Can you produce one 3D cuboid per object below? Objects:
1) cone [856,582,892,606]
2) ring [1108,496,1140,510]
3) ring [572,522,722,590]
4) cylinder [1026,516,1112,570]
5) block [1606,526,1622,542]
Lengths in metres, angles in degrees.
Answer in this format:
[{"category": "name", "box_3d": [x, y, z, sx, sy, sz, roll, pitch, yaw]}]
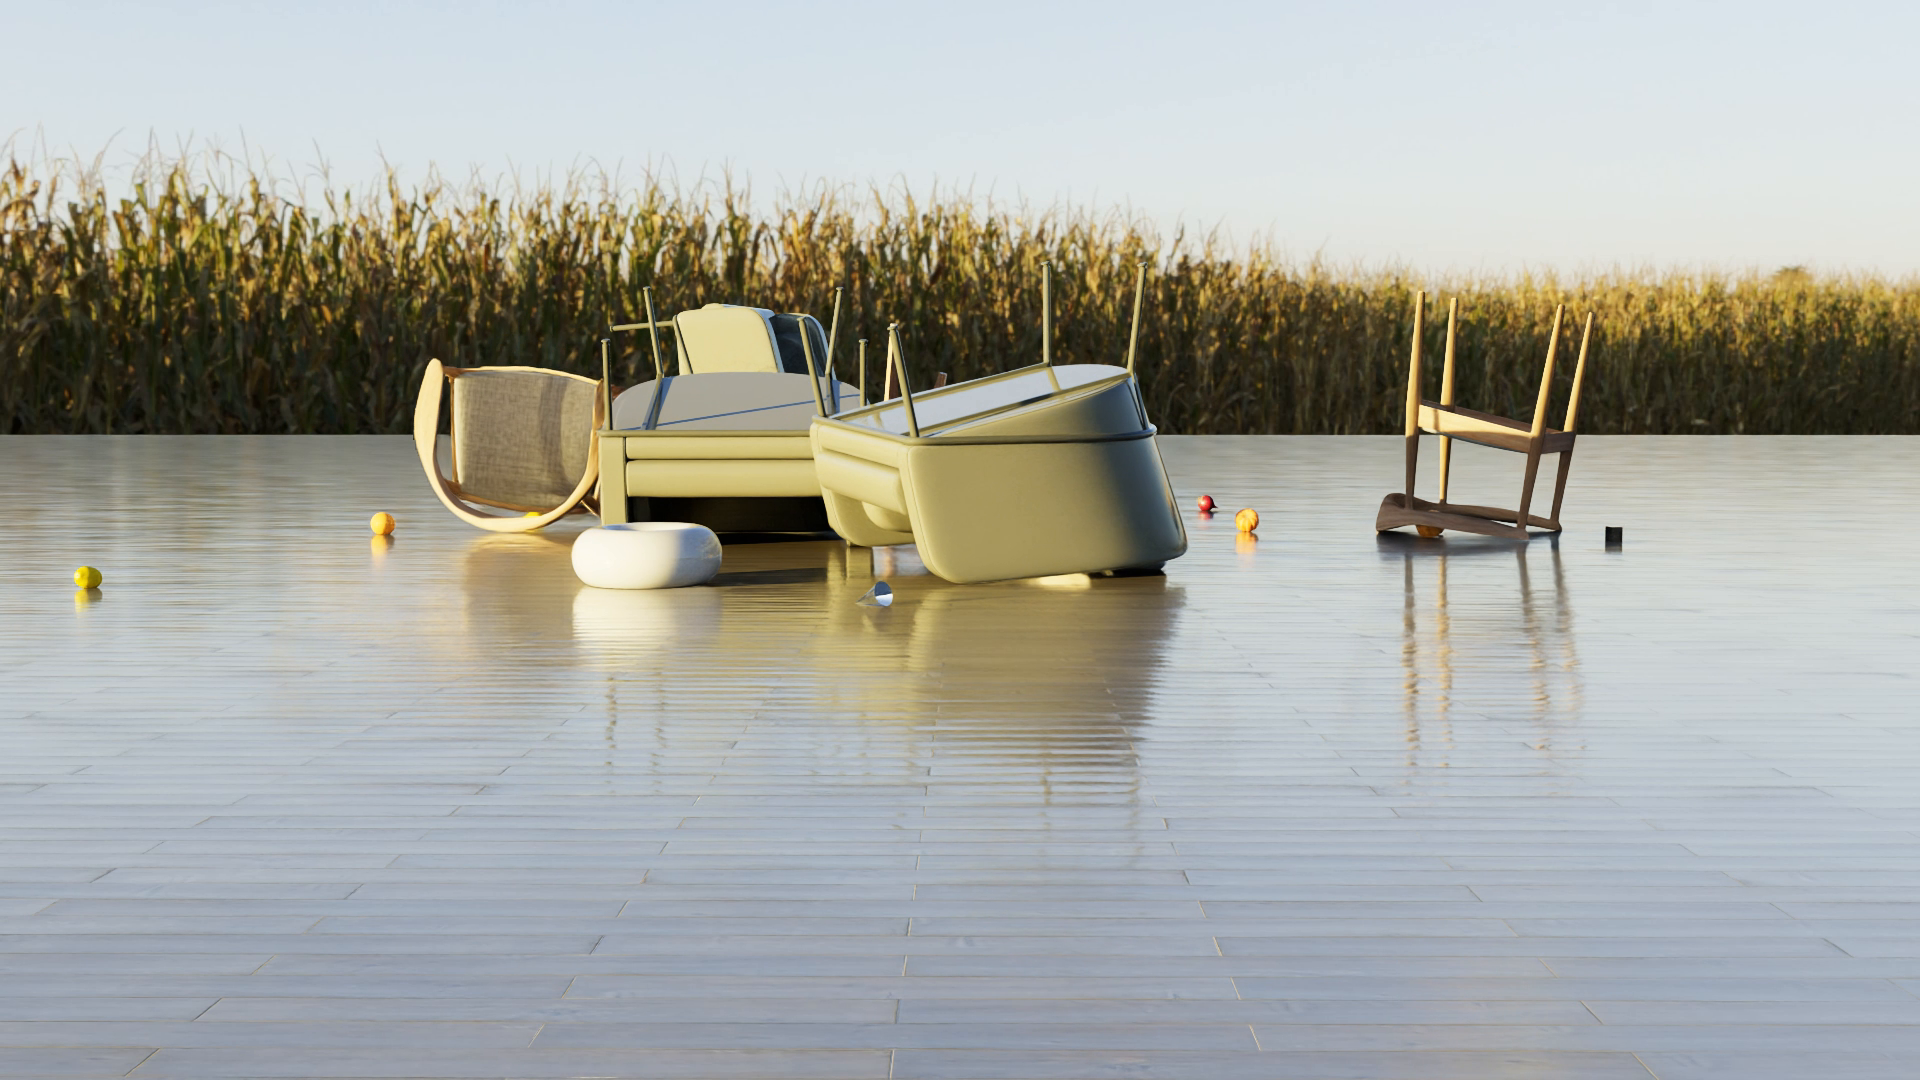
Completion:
[{"category": "cone", "box_3d": [-0.189, 0.122, 4.582, 0.085, 0.054, 0.053, -20, -7, 39]}, {"category": "ring", "box_3d": [0.614, -0.138, 8.226, 0.083, 0.046, 0.145, -1, 5, -42]}, {"category": "ring", "box_3d": [-0.719, 0.036, 5.060, 0.345, 0.135, 0.348, -2, 5, -10]}, {"category": "cylinder", "box_3d": [0.271, 0.008, 5.491, 0.180, 0.128, 0.148, 9, 6, 20]}, {"category": "block", "box_3d": [1.927, -0.018, 6.481, 0.035, 0.044, 0.037, -1, 4, -15]}]
